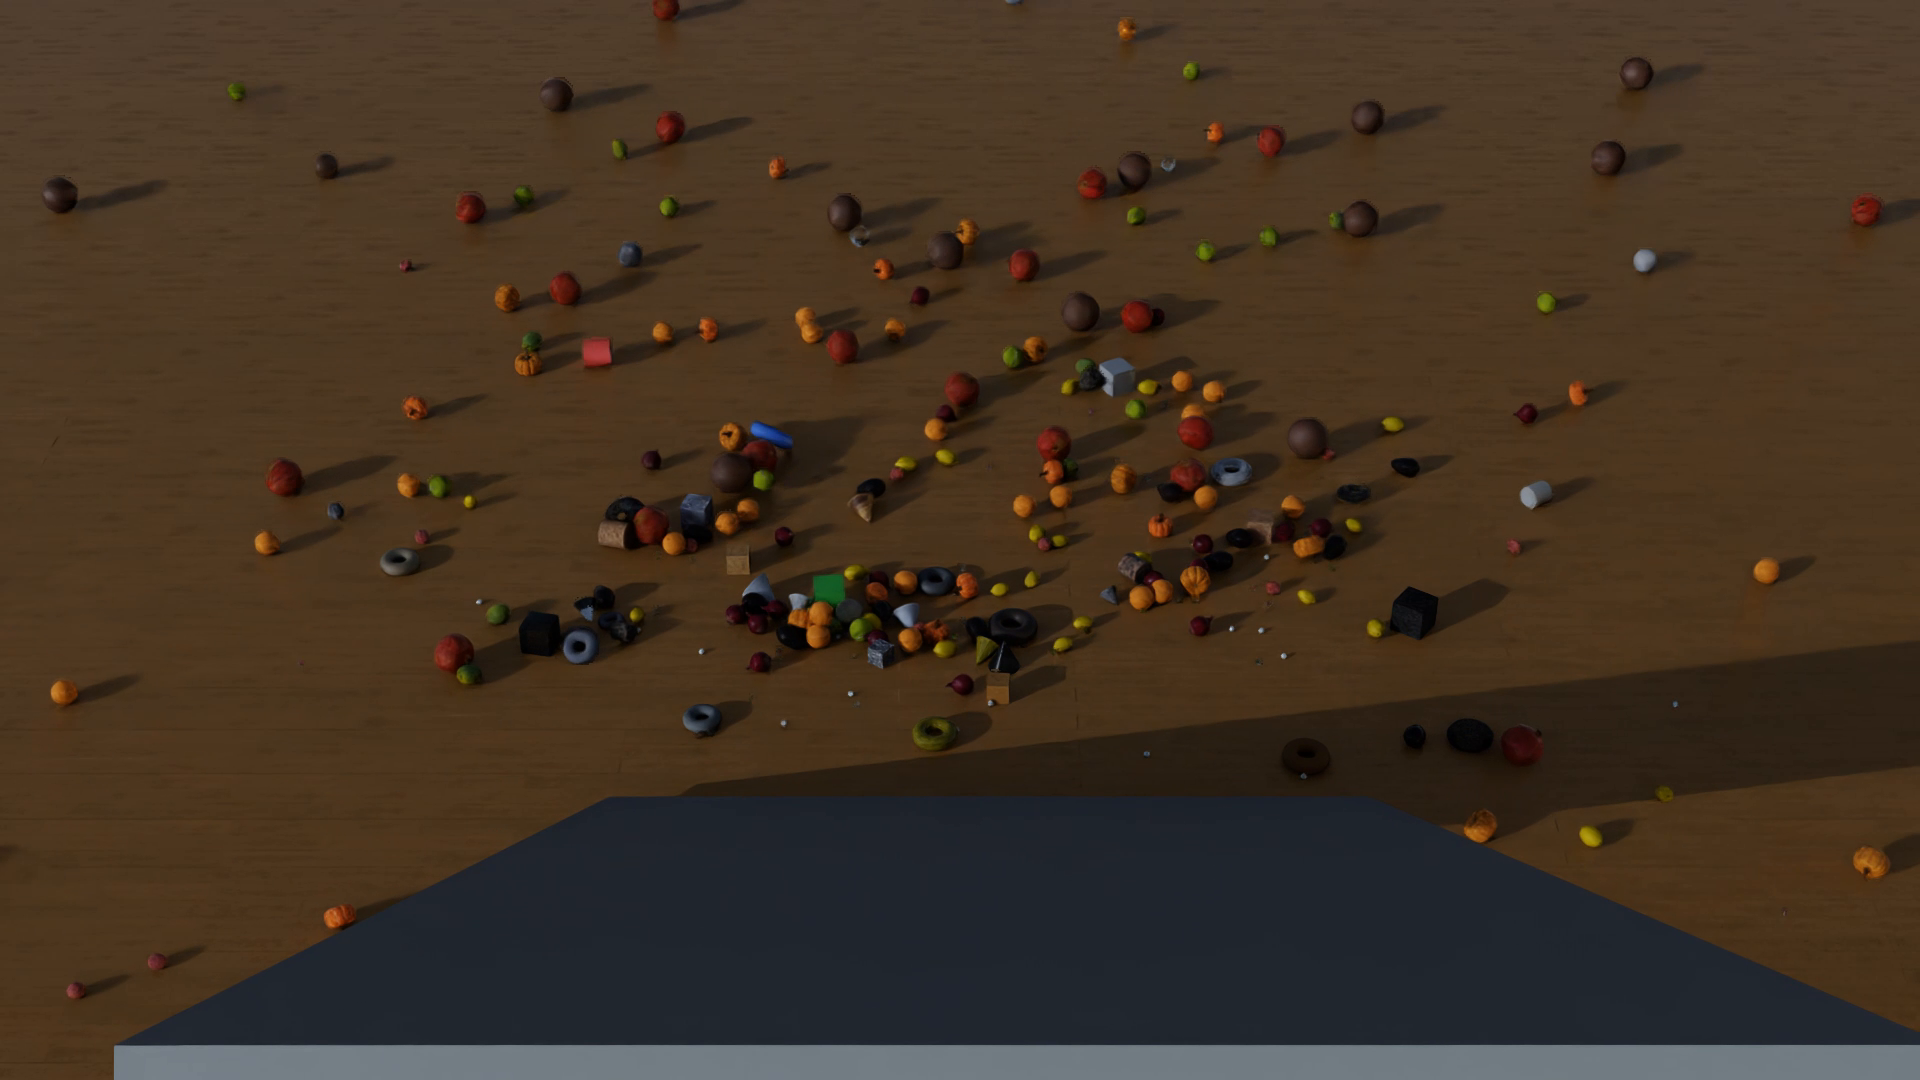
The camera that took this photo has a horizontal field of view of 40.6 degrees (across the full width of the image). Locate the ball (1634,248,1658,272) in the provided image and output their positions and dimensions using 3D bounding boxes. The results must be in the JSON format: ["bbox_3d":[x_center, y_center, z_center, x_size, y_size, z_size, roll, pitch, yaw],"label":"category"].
[{"bbox_3d":[2.453,-0.999,9.296,0.085,0.085,0.085,0,35,0],"label":"ball"}]

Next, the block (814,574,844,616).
[{"bbox_3d":[-0.384,0.163,7.629,0.087,0.087,0.087,-3,35,-5],"label":"block"}]

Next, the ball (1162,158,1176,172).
[{"bbox_3d":[0.798,-1.440,9.956,0.053,0.053,0.053,0,35,0],"label":"ball"}]

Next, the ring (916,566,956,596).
[{"bbox_3d":[-0.071,0.123,7.727,0.122,0.041,0.122,1,34,-1],"label":"ring"}]

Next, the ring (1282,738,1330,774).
[{"bbox_3d":[0.941,0.587,7.061,0.130,0.043,0.130,1,36,-1],"label":"ring"}]

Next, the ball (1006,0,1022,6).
[{"bbox_3d":[0.236,-2.360,11.244,0.088,0.088,0.088,0,35,0],"label":"ball"}]

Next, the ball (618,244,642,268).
[{"bbox_3d":[-1.186,-1.022,9.325,0.088,0.088,0.088,0,35,0],"label":"ball"}]

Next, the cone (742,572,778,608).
[{"bbox_3d":[-0.572,0.166,7.662,0.100,0.100,0.100,43,47,10],"label":"cone"}]

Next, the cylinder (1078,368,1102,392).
[{"bbox_3d":[0.434,-0.532,8.630,0.057,0.057,0.057,25,37,-21],"label":"cylinder"}]

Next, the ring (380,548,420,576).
[{"bbox_3d":[-1.684,0.065,7.811,0.120,0.040,0.120,0,36,0],"label":"ring"}]

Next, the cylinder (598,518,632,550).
[{"bbox_3d":[-1.047,-0.018,7.892,0.082,0.082,0.082,8,36,12],"label":"cylinder"}]

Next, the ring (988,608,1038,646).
[{"bbox_3d":[0.152,0.251,7.536,0.148,0.049,0.148,-1,36,0],"label":"ring"}]

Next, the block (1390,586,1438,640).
[{"bbox_3d":[1.320,0.213,7.549,0.097,0.097,0.097,23,41,29],"label":"block"}]

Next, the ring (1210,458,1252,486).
[{"bbox_3d":[0.859,-0.215,8.209,0.131,0.044,0.131,-1,35,1],"label":"ring"}]

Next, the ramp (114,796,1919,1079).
[{"bbox_3d":[0.077,0.663,4.831,2.000,0.100,4.000,0,-2,0],"label":"ramp"}]

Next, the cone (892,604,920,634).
[{"bbox_3d":[-0.145,0.242,7.558,0.085,0.085,0.085,-12,63,-16],"label":"cone"}]

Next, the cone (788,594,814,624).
[{"bbox_3d":[-0.474,0.210,7.607,0.078,0.078,0.078,8,62,12],"label":"cone"}]

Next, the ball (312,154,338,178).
[{"bbox_3d":[-2.418,-1.425,9.896,0.095,0.095,0.095,0,35,0],"label":"ball"}]

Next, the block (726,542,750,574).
[{"bbox_3d":[-0.665,0.056,7.798,0.068,0.068,0.068,-1,35,-1],"label":"block"}]

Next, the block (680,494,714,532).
[{"bbox_3d":[-0.810,-0.086,7.993,0.078,0.078,0.078,7,36,10],"label":"block"}]

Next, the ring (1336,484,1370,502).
[{"bbox_3d":[1.226,-0.145,8.104,0.102,0.034,0.102,2,23,-1],"label":"ring"}]

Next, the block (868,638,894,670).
[{"bbox_3d":[-0.226,0.325,7.425,0.054,0.054,0.054,23,41,29],"label":"block"}]

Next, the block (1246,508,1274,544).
[{"bbox_3d":[0.917,-0.042,7.932,0.076,0.076,0.076,6,35,8],"label":"block"}]

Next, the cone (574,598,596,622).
[{"bbox_3d":[-1.090,0.213,7.606,0.067,0.067,0.067,-13,63,-18],"label":"cone"}]

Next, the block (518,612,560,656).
[{"bbox_3d":[-1.209,0.270,7.475,0.087,0.087,0.087,8,36,11],"label":"block"}]

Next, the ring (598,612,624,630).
[{"bbox_3d":[-1.017,0.237,7.577,0.078,0.026,0.078,-1,34,1],"label":"ring"}]

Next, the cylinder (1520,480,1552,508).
[{"bbox_3d":[1.793,-0.142,8.081,0.069,0.069,0.069,-22,41,-28],"label":"cylinder"}]

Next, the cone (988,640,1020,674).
[{"bbox_3d":[0.126,0.321,7.398,0.093,0.093,0.093,0,35,0],"label":"cone"}]

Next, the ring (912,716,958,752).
[{"bbox_3d":[-0.068,0.532,7.139,0.128,0.043,0.128,-1,36,0],"label":"ring"}]

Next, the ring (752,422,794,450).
[{"bbox_3d":[-0.601,-0.334,8.323,0.145,0.048,0.145,25,2,-1],"label":"ring"}]

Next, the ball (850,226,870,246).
[{"bbox_3d":[-0.365,-1.107,9.458,0.075,0.075,0.075,0,35,0],"label":"ball"}]

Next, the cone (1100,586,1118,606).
[{"bbox_3d":[0.452,0.172,7.670,0.055,0.055,0.055,-20,66,-26],"label":"cone"}]

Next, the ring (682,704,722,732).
[{"bbox_3d":[-0.715,0.494,7.199,0.109,0.036,0.109,-1,34,1],"label":"ring"}]

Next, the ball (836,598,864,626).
[{"bbox_3d":[-0.322,0.211,7.565,0.081,0.081,0.081,0,35,0],"label":"ball"}]

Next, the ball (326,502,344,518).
[{"bbox_3d":[-1.930,-0.090,8.023,0.050,0.050,0.050,0,35,0],"label":"ball"}]

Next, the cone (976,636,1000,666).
[{"bbox_3d":[0.064,0.330,7.434,0.080,0.080,0.080,20,66,26],"label":"cone"}]

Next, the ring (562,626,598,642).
[{"bbox_3d":[-1.098,0.284,7.502,0.101,0.034,0.101,1,35,-1],"label":"ring"}]

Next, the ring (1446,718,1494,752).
[{"bbox_3d":[1.401,0.537,7.132,0.127,0.042,0.127,0,33,0],"label":"ring"}]

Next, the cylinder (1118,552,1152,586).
[{"bbox_3d":[0.523,0.086,7.751,0.073,0.073,0.073,-26,44,-32],"label":"cylinder"}]

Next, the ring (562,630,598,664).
[{"bbox_3d":[-1.088,0.307,7.436,0.103,0.034,0.103,-2,69,6],"label":"ring"}]

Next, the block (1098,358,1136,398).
[{"bbox_3d":[0.521,-0.541,8.639,0.086,0.086,0.086,-19,39,-25],"label":"block"}]

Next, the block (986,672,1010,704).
[{"bbox_3d":[0.107,0.416,7.288,0.062,0.062,0.062,2,35,3],"label":"block"}]

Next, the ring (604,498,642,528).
[{"bbox_3d":[-1.035,-0.076,7.974,0.122,0.041,0.122,-11,59,18],"label":"ring"}]
